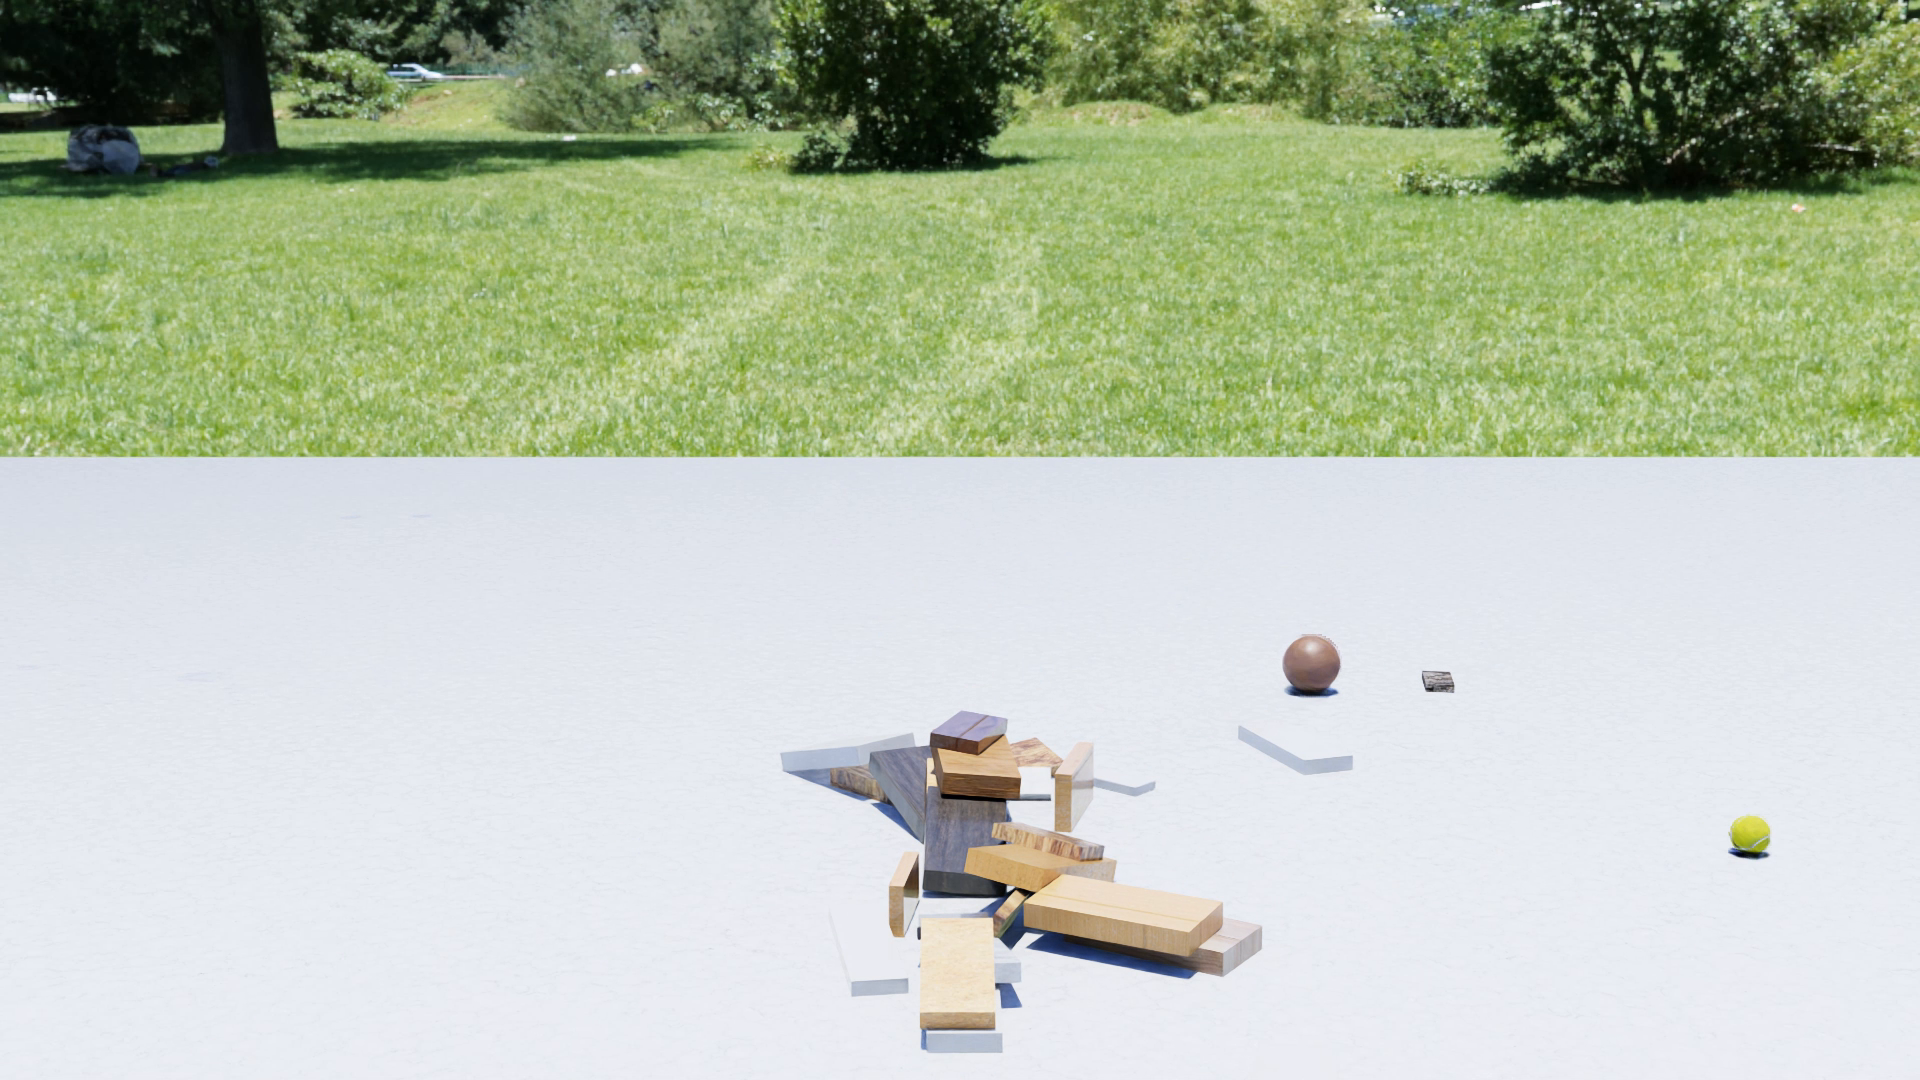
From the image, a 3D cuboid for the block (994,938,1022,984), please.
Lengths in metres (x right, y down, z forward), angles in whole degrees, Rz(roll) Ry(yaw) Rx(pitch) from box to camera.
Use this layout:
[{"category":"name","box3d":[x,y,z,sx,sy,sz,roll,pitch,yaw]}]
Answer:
[{"category":"block","box3d":[0.022,0.626,3.277,0.104,0.030,0.209,0,-1,-8]}]

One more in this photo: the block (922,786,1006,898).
[{"category":"block","box3d":[0.008,0.513,3.767,0.138,0.039,0.275,6,24,-2]}]

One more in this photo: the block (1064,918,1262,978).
[{"category":"block","box3d":[0.316,0.614,3.432,0.275,0.039,0.138,7,12,32]}]

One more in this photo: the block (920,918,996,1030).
[{"category":"block","box3d":[-0.004,0.614,3.127,0.104,0.030,0.209,0,28,0]}]

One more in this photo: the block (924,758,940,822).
[{"category":"block","box3d":[0.007,0.481,3.936,0.138,0.039,0.275,5,24,-3]}]

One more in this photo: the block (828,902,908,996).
[{"category":"block","box3d":[-0.144,0.629,3.395,0.085,0.024,0.329,-2,11,-9]}]

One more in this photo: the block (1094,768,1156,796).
[{"category":"block","box3d":[0.306,0.469,4.268,0.135,0.018,0.064,9,14,41]}]

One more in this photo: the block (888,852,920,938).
[{"category":"block","box3d":[-0.090,0.570,3.544,0.024,0.085,0.170,1,11,7]}]

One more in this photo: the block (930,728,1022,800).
[{"category":"block","box3d":[0.026,0.403,3.981,0.138,0.039,0.275,5,11,-6]}]

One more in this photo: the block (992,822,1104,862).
[{"category":"block","box3d":[0.148,0.507,3.697,0.170,0.024,0.085,11,1,30]}]

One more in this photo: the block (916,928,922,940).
[{"category":"block","box3d":[-0.019,0.606,3.394,0.068,0.019,0.136,-3,-10,10]}]

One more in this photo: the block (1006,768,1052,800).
[{"category":"block","box3d":[0.109,0.465,4.201,0.129,0.018,0.064,0,45,1]}]

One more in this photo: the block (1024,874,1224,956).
[{"category":"block","box3d":[0.253,0.579,3.405,0.275,0.039,0.138,5,14,28]}]

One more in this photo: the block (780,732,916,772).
[{"category":"block","box3d":[-0.220,0.415,4.304,0.135,0.038,0.270,-10,-1,-38]}]

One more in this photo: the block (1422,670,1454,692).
[{"category":"block","box3d":[1.097,0.325,5.045,0.064,0.018,0.129,1,11,8]}]

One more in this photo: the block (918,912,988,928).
[{"category":"block","box3d":[-0.010,0.589,3.414,0.068,0.019,0.136,-5,-10,18]}]

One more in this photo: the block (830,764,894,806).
[{"category":"block","box3d":[-0.110,0.468,4.220,0.135,0.038,0.270,-10,14,-43]}]

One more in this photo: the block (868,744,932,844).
[{"category":"block","box3d":[-0.056,0.466,4.052,0.135,0.038,0.270,-5,26,-23]}]

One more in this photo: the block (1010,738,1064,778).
[{"category":"block","box3d":[0.111,0.440,4.312,0.185,0.026,0.093,-10,37,-43]}]

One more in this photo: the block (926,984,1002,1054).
[{"category":"block","box3d":[0.006,0.674,3.134,0.104,0.030,0.209,0,11,0]}]

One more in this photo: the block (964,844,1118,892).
[{"category":"block","box3d":[0.136,0.537,3.622,0.138,0.039,0.293,11,1,27]}]

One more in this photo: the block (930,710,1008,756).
[{"category":"block","box3d":[0.017,0.355,4.058,0.093,0.026,0.185,9,11,16]}]

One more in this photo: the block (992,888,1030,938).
[{"category":"block","box3d":[0.068,0.595,3.452,0.019,0.068,0.136,32,18,11]}]

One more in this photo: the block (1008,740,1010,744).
[{"category":"block","box3d":[0.046,0.438,4.417,0.093,0.026,0.185,1,11,7]}]

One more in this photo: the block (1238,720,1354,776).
[{"category":"block","box3d":[0.682,0.422,4.489,0.109,0.031,0.283,-4,11,-20]}]

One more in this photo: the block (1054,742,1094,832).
[{"category":"block","box3d":[0.213,0.457,4.085,0.031,0.109,0.219,3,11,14]}]

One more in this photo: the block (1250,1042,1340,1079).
[{"category":"block","box3d":[0.436,0.720,2.883,0.109,0.031,0.219,2,11,13]}]
